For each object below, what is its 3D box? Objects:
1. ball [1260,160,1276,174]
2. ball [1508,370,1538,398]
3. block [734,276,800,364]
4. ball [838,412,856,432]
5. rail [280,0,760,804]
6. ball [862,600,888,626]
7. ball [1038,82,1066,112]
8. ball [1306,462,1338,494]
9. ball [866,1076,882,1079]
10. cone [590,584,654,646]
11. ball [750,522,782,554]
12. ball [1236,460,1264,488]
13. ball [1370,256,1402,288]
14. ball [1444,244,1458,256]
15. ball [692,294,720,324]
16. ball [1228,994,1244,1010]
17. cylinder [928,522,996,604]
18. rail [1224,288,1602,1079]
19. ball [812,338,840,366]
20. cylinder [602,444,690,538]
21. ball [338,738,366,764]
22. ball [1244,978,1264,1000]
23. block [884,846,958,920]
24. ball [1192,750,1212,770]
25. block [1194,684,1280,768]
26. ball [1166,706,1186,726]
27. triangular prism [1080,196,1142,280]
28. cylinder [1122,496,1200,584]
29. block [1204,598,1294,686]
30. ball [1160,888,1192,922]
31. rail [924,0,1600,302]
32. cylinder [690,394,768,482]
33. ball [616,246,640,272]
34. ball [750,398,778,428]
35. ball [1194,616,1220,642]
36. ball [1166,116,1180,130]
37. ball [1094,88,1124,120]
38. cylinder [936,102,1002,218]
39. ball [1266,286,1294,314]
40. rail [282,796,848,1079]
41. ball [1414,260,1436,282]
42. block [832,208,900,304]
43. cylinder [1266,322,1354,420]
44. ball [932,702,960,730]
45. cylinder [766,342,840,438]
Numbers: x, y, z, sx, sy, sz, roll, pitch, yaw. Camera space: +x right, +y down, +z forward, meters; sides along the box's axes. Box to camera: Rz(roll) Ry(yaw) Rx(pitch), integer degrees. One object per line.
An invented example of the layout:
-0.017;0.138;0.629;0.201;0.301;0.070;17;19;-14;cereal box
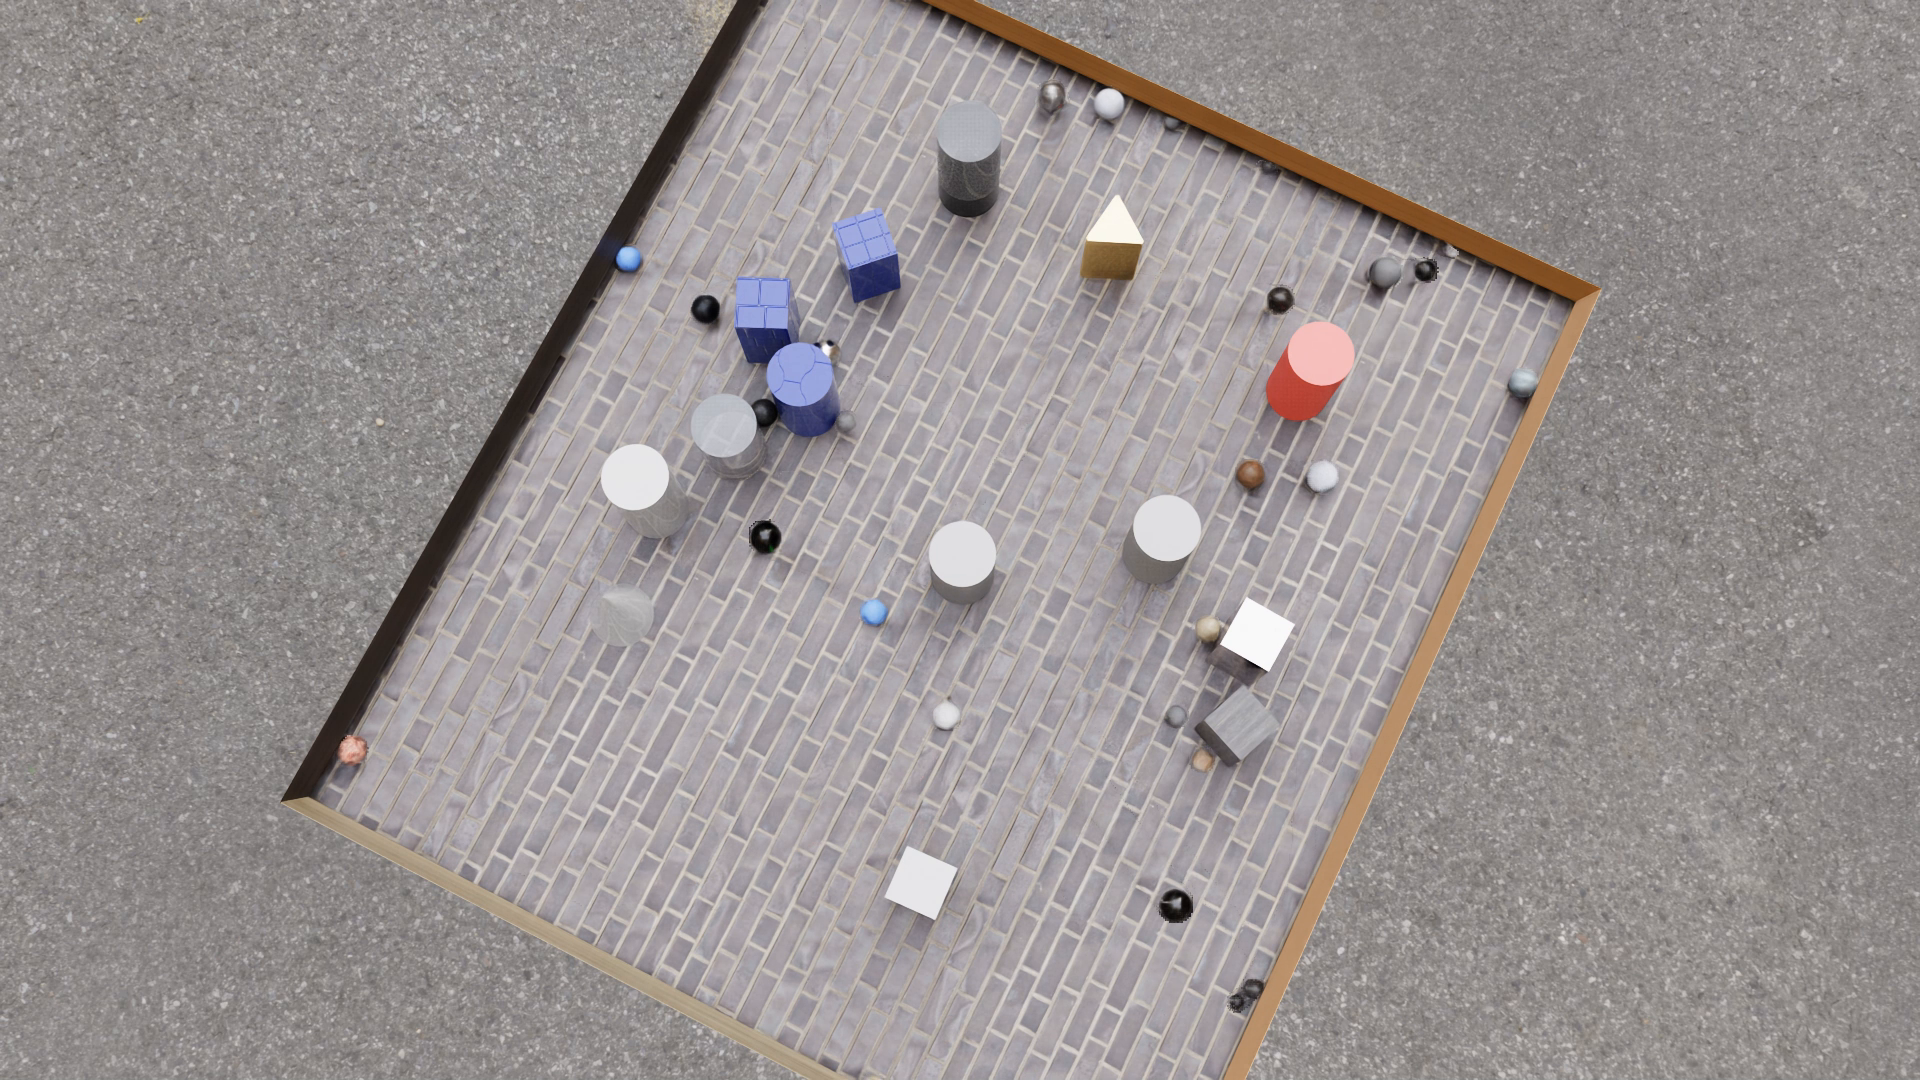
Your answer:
0.980;-1.190;5.839;0.047;0.047;0.047;0;78;0;ball
1.743;-0.483;5.672;0.086;0.086;0.086;0;78;0;ball
-0.583;-0.663;5.573;0.155;0.354;0.155;2;78;0;block
-0.350;-0.364;5.662;0.059;0.059;0.059;0;78;0;ball
-1.248;-0.604;5.676;0.045;0.126;3.176;26;80;5;rail
-0.258;0.218;5.532;0.078;0.078;0.078;0;78;0;ball
0.295;-1.418;5.863;0.091;0.091;0.091;0;78;0;ball
1.108;-0.192;5.607;0.097;0.097;0.097;0;78;0;ball
-0.246;1.568;5.263;0.057;0.057;0.057;0;78;0;ball
-1.028;0.196;5.414;0.194;0.317;0.194;0;78;0;cone
-0.590;-0.008;5.569;0.095;0.095;0.095;0;78;0;ball
0.891;-0.200;5.614;0.086;0.086;0.086;0;78;0;ball
1.332;-0.838;5.740;0.097;0.097;0.097;0;78;0;ball
1.550;-0.916;5.784;0.042;0.042;0.042;0;78;0;ball
-0.793;-0.721;5.719;0.091;0.091;0.091;0;78;0;ball
0.802;1.342;5.315;0.046;0.046;0.046;0;78;0;ball
0.007;0.071;5.448;0.194;0.302;0.194;0;78;0;cylinder
1.248;0.618;5.423;0.045;0.126;3.176;26;80;5;rail
-0.418;-0.579;5.689;0.093;0.093;0.093;0;78;0;ball
-0.930;-0.140;5.441;0.194;0.400;0.194;0;78;0;cylinder
-1.806;0.628;5.446;0.080;0.080;0.080;0;78;0;ball
0.853;1.303;5.315;0.062;0.062;0.062;0;78;0;ball
-0.109;0.990;5.280;0.155;0.258;0.155;23;79;5;block
0.720;0.654;5.449;0.062;0.062;0.062;0;78;0;ball
0.810;0.548;5.378;0.155;0.245;0.155;-41;81;-8;block
0.646;0.526;5.475;0.063;0.063;0.063;0;78;0;ball
0.468;-0.933;5.647;0.168;0.318;0.146;4;78;1;triangular prism
0.594;0.002;5.432;0.194;0.360;0.194;0;78;0;cylinder
0.846;0.303;5.376;0.155;0.348;0.155;30;80;6;block
0.630;1.065;5.348;0.094;0.094;0.094;0;78;0;ball
0.700;-1.364;5.833;2.838;0.126;0.045;26;80;5;rail
-0.693;-0.305;5.524;0.194;0.305;0.194;0;78;0;cylinder
-1.043;-0.882;5.760;0.077;0.077;0.077;0;78;0;ball
-0.606;-0.392;5.653;0.088;0.088;0.088;0;78;0;ball
0.746;0.270;5.520;0.079;0.079;0.079;0;78;0;ball
0.680;-1.338;5.870;0.047;0.047;0.047;0;78;0;ball
0.476;-1.394;5.856;0.097;0.097;0.097;0;78;0;ball
0.027;-1.165;5.635;0.194;0.436;0.194;0;78;0;cylinder
1.000;-0.750;5.730;0.083;0.083;0.083;0;78;0;ball
-0.700;1.377;5.266;2.838;0.126;0.045;26;80;5;rail
1.463;-0.846;5.758;0.066;0.066;0.066;0;78;0;ball
-0.286;-0.873;5.641;0.155;0.306;0.155;-19;79;-4;block
1.051;-0.504;5.523;0.194;0.387;0.194;0;78;0;cylinder
-0.040;0.524;5.466;0.082;0.082;0.082;0;78;0;ball
-0.468;-0.449;5.531;0.194;0.350;0.194;0;78;0;cylinder
